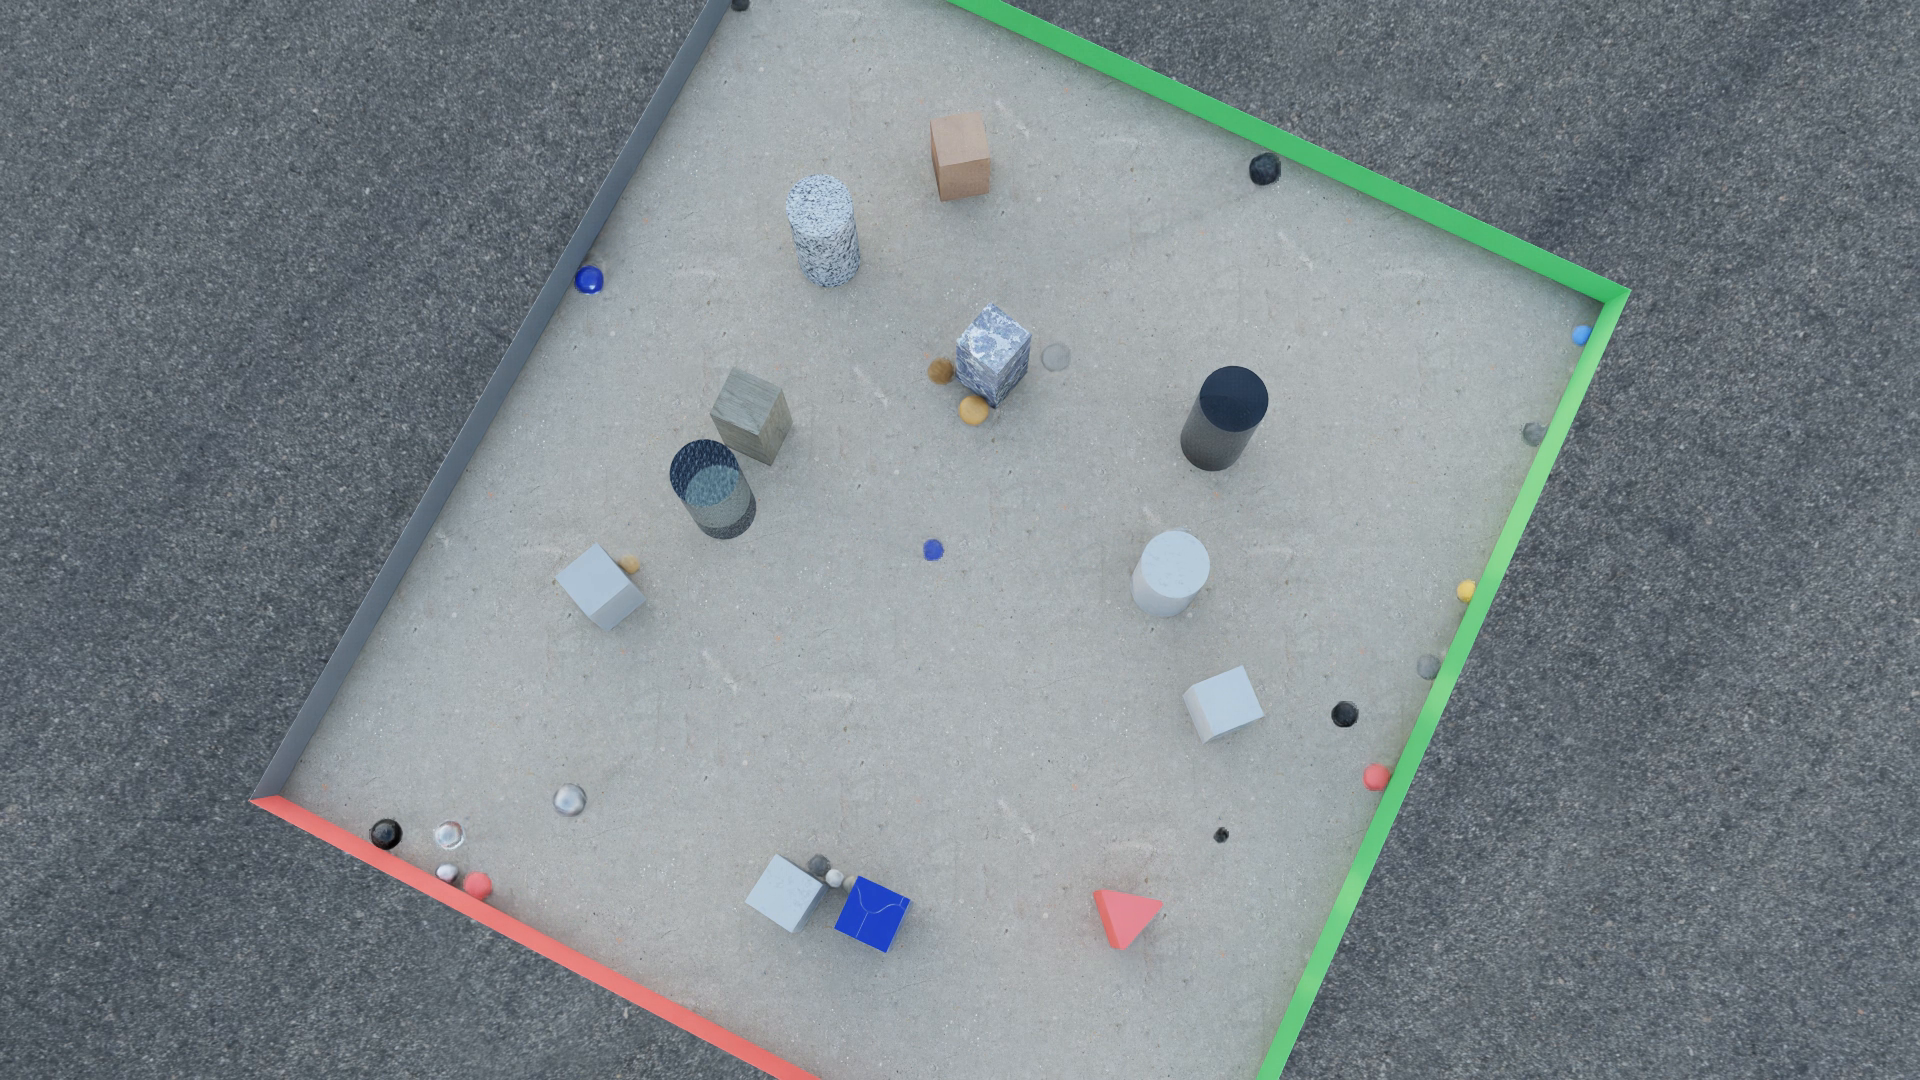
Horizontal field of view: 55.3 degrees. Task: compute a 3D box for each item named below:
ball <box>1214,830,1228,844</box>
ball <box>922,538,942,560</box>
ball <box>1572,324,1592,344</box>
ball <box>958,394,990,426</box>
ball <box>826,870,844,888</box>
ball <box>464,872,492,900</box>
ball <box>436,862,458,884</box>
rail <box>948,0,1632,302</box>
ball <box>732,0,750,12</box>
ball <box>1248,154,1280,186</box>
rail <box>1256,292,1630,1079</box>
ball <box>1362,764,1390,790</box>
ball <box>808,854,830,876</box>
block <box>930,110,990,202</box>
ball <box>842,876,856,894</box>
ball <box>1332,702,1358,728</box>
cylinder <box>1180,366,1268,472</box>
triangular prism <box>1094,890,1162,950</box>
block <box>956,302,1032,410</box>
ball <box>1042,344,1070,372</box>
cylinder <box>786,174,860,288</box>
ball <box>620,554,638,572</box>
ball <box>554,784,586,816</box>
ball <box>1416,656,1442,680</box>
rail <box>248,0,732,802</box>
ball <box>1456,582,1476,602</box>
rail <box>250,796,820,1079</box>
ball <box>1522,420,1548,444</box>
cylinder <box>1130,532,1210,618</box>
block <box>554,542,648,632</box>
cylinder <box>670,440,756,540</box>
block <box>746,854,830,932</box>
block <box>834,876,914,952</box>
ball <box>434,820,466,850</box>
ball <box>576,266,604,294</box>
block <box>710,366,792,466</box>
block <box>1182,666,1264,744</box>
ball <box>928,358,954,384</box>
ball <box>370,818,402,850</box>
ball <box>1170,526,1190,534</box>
[{"bbox_3d":[0.770,0.876,5.415,0.041,0.041,0.041,0,78,0],"label":"ball"},{"bbox_3d":[-0.083,0.027,5.579,0.062,0.062,0.062,0,78,0],"label":"ball"},{"bbox_3d":[1.942,-0.640,5.717,0.062,0.062,0.062,0,78,0],"label":"ball"},{"bbox_3d":[0.043,-0.400,5.652,0.094,0.094,0.094,0,78,0],"label":"ball"},{"bbox_3d":[-0.368,0.994,5.384,0.054,0.054,0.054,0,78,0],"label":"ball"},{"bbox_3d":[-1.410,1.014,5.367,0.078,0.078,0.078,0,78,0],"label":"ball"},{"bbox_3d":[-1.507,0.980,5.380,0.065,0.065,0.065,0,78,0],"label":"ball"},{"bbox_3d":[0.716,-1.395,5.839,3.004,0.128,0.045,26,80,5],"label":"rail"},{"bbox_3d":[-0.711,-1.747,5.947,0.061,0.061,0.061,0,78,0],"label":"ball"},{"bbox_3d":[0.965,-1.173,5.809,0.098,0.098,0.098,0,78,0],"label":"ball"},{"bbox_3d":[1.322,0.654,5.415,0.045,0.128,3.248,26,80,5],"label":"rail"},{"bbox_3d":[1.235,0.701,5.431,0.080,0.080,0.080,0,78,0],"label":"ball"},{"bbox_3d":[-0.414,0.957,5.386,0.064,0.064,0.064,0,78,0],"label":"ball"},{"bbox_3d":[0.000,-1.196,5.721,0.157,0.279,0.157,-11,79,-2],"label":"block"},{"bbox_3d":[-0.317,1.013,5.379,0.054,0.054,0.054,0,78,0],"label":"ball"},{"bbox_3d":[1.147,0.523,5.469,0.076,0.076,0.076,0,78,0],"label":"ball"},{"bbox_3d":[0.781,-0.355,5.451,0.196,0.468,0.196,0,78,0],"label":"cylinder"},{"bbox_3d":[0.449,1.051,5.225,0.147,0.341,0.170,41,81,8],"label":"triangular prism"},{"bbox_3d":[0.099,-0.552,5.535,0.157,0.383,0.157,39,81,7],"label":"block"},{"bbox_3d":[0.296,-0.566,5.688,0.088,0.088,0.088,0,78,0],"label":"ball"},{"bbox_3d":[-0.413,-0.937,5.588,0.196,0.435,0.196,0,78,0],"label":"cylinder"},{"bbox_3d":[-1.007,0.071,5.573,0.057,0.057,0.057,0,78,0],"label":"ball"},{"bbox_3d":[-1.150,0.767,5.409,0.096,0.096,0.096,0,78,0],"label":"ball"},{"bbox_3d":[1.408,0.383,5.501,0.072,0.072,0.072,0,78,0],"label":"ball"},{"bbox_3d":[-1.322,-0.641,5.683,0.045,0.128,3.248,26,80,5],"label":"rail"},{"bbox_3d":[1.537,0.157,5.553,0.061,0.061,0.061,0,78,0],"label":"ball"},{"bbox_3d":[-0.716,1.408,5.259,3.004,0.128,0.045,26,80,5],"label":"rail"},{"bbox_3d":[1.771,-0.330,5.647,0.074,0.074,0.074,0,78,0],"label":"ball"},{"bbox_3d":[0.618,0.105,5.419,0.196,0.344,0.196,0,78,0],"label":"cylinder"},{"bbox_3d":[-1.063,0.144,5.442,0.157,0.284,0.157,-40,81,-8],"label":"block"},{"bbox_3d":[-0.724,-0.144,5.412,0.196,0.460,0.196,0,78,0],"label":"cylinder"},{"bbox_3d":[-0.492,1.015,5.256,0.157,0.294,0.157,32,80,6],"label":"block"},{"bbox_3d":[-0.240,1.062,5.201,0.157,0.383,0.157,24,79,5],"label":"block"},{"bbox_3d":[-1.501,0.868,5.393,0.086,0.086,0.086,0,78,0],"label":"ball"},{"bbox_3d":[-1.159,-0.815,5.740,0.089,0.089,0.089,0,78,0],"label":"ball"},{"bbox_3d":[-0.622,-0.367,5.502,0.157,0.373,0.157,24,79,5],"label":"block"},{"bbox_3d":[0.771,0.486,5.388,0.157,0.251,0.157,-21,79,-4],"label":"block"},{"bbox_3d":[-0.059,-0.526,5.685,0.080,0.080,0.080,0,78,0],"label":"ball"},{"bbox_3d":[-1.687,0.866,5.391,0.090,0.090,0.090,0,78,0],"label":"ball"},{"bbox_3d":[0.668,-0.007,5.583,0.069,0.069,0.069,0,78,0],"label":"ball"}]
